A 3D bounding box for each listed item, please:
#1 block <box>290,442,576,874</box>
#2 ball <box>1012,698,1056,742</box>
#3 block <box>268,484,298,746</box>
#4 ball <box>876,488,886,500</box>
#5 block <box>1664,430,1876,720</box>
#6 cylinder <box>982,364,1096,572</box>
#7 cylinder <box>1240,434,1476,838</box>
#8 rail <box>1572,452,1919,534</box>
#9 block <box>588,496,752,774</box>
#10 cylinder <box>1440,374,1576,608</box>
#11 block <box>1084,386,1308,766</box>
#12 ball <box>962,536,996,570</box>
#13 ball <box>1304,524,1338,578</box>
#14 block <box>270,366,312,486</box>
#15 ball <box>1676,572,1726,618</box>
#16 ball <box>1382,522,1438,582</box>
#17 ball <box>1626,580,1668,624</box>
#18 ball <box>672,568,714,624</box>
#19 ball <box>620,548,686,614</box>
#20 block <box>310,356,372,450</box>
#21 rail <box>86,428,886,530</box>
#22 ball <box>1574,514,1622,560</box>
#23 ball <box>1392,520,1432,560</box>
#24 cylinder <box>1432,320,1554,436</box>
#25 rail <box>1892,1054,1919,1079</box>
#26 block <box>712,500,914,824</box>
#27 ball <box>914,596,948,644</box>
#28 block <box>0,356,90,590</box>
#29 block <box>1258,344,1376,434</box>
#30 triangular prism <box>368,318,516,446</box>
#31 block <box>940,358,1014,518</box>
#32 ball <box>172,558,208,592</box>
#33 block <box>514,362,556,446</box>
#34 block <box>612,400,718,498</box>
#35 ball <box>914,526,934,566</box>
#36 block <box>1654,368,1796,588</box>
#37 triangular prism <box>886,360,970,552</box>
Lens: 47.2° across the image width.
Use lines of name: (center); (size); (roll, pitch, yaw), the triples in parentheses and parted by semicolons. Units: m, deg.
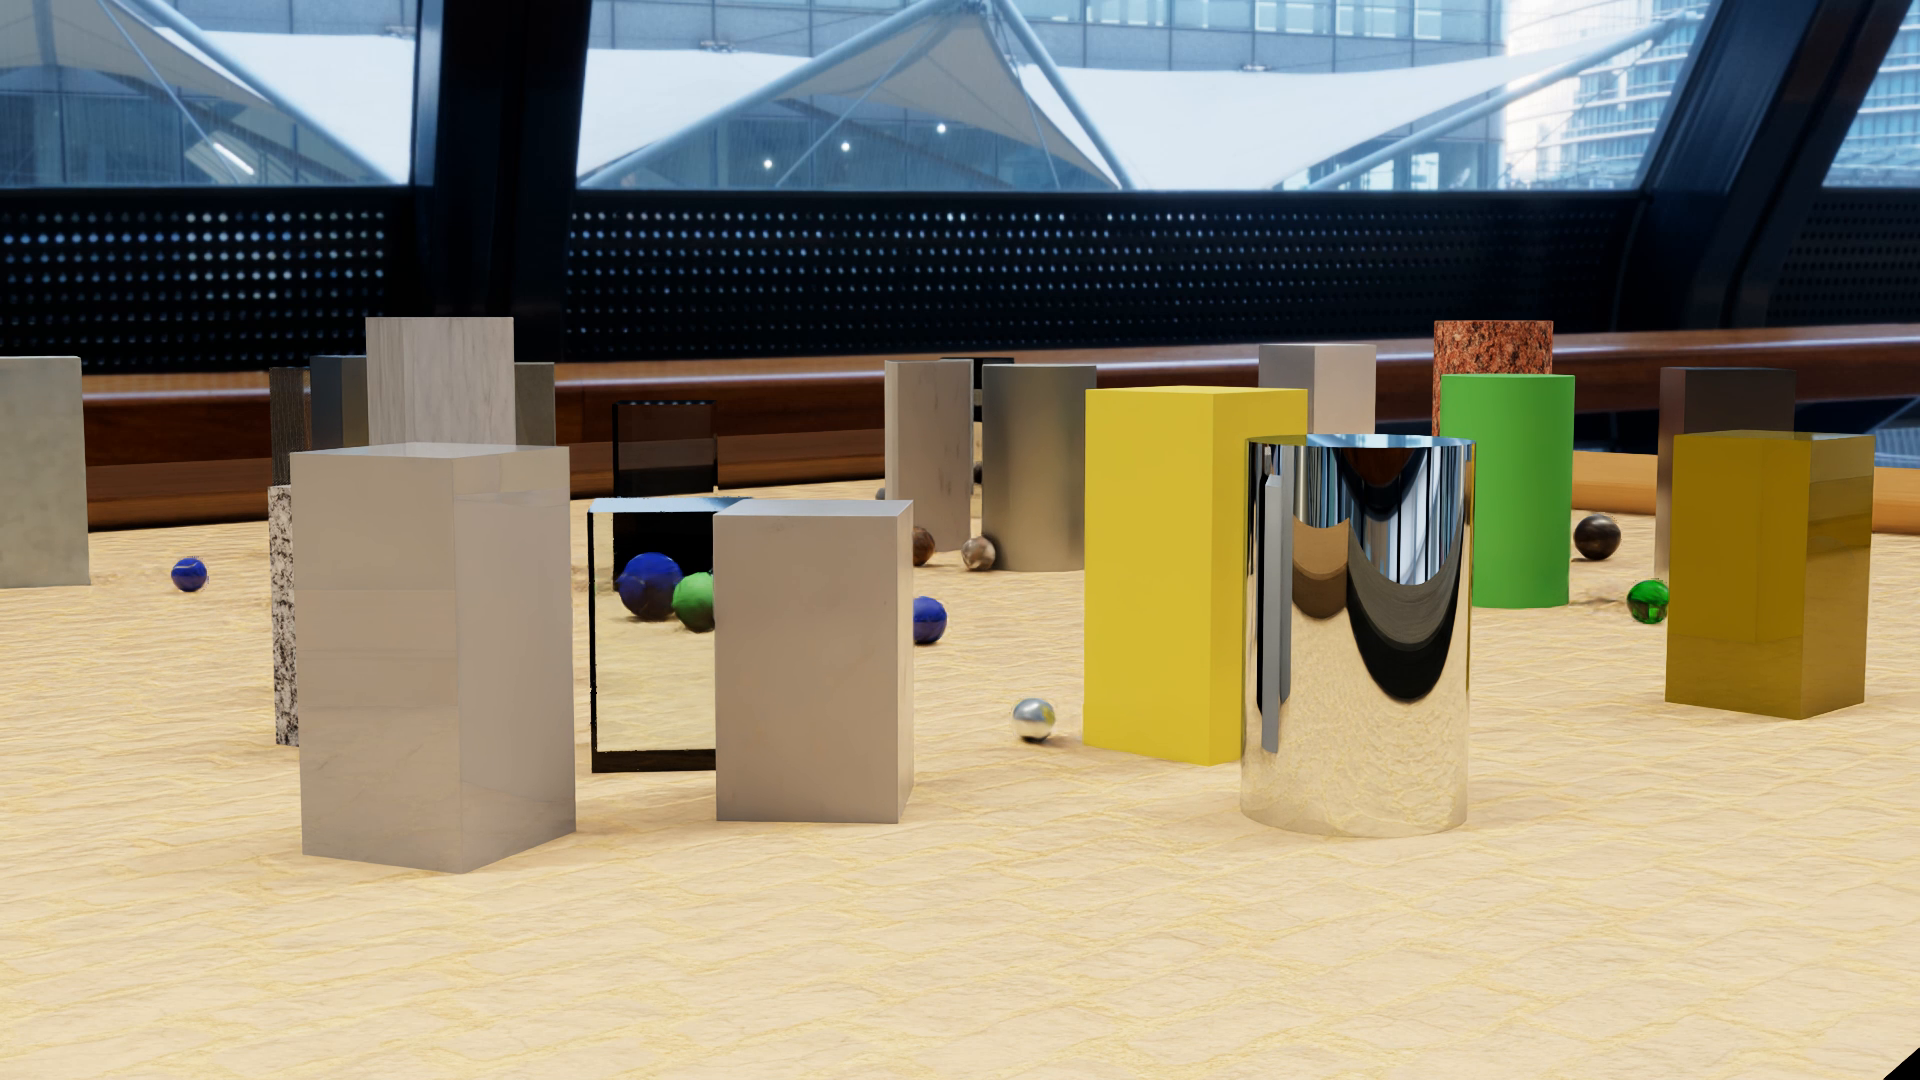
block: (-0.435, 0.090, 1.832); (0.160, 0.331, 0.160); (3, 6, 24)
ball: (0.076, 0.186, 2.278); (0.047, 0.047, 0.047); (0, 6, 0)
block: (-0.597, 0.075, 2.285); (0.160, 0.266, 0.160); (3, 7, 30)
ball: (-0.164, -0.092, 4.927); (0.053, 0.053, 0.053); (0, 6, 0)
block: (0.919, 0.033, 2.498); (0.160, 0.306, 0.160); (-6, 8, -44)
cylinder: (0.138, -0.130, 3.845); (0.200, 0.351, 0.200); (0, 6, 0)
cylinder: (0.351, 0.078, 1.946); (0.200, 0.332, 0.200); (0, 6, 0)
rail: (1.545, -0.114, 4.750); (0.045, 0.130, 4.065); (-5, 8, -42)
block: (-0.285, 0.090, 2.200); (0.160, 0.253, 0.160); (-1, 6, -6)
cylinder: (0.839, -0.080, 3.385); (0.200, 0.346, 0.200); (0, 6, 0)
block: (0.240, 0.029, 2.250); (0.160, 0.365, 0.160); (6, 8, 43)
ball: (0.032, 0.023, 3.786); (0.059, 0.059, 0.059); (0, 6, 0)
ball: (0.590, 0.017, 3.693); (0.090, 0.090, 0.090); (0, 6, 0)
block: (-1.159, -0.148, 4.069); (0.160, 0.342, 0.160); (5, 8, 42)
ball: (1.075, 0.081, 3.191); (0.067, 0.067, 0.067); (0, 6, 0)
ball: (0.744, 0.020, 3.617); (0.100, 0.100, 0.100); (0, 6, 0)
ball: (0.985, 0.088, 3.140); (0.063, 0.063, 0.063); (0, 6, 0)
ball: (-0.368, 0.080, 3.131); (0.081, 0.081, 0.081); (0, 6, 0)
ball: (-0.452, 0.061, 3.238); (0.097, 0.097, 0.097); (0, 6, 0)
block: (-0.901, -0.097, 3.415); (0.160, 0.376, 0.160); (-4, 7, -33)
rail: (-1.362, -0.119, 4.800); (4.252, 0.130, 0.045); (-5, 8, -42)
ball: (1.143, -0.005, 3.945); (0.082, 0.082, 0.082); (0, 6, 0)
ball: (0.786, 0.001, 3.829); (0.069, 0.069, 0.069); (0, 6, 0)
cylinder: (0.920, -0.165, 3.815); (0.200, 0.428, 0.200); (0, 6, 0)
rail: (1.362, 0.187, 1.863); (4.252, 0.130, 0.045); (-5, 8, -42)
block: (-0.128, 0.105, 1.987); (0.160, 0.270, 0.160); (0, 6, 4)
ball: (-0.048, 0.108, 2.947); (0.064, 0.064, 0.064); (0, 6, 0)
block: (-1.526, -0.115, 3.610); (0.160, 0.369, 0.160); (-3, 7, -25)
block: (0.696, -0.192, 4.302); (0.160, 0.380, 0.160); (-4, 7, -34)
triangular prism: (-0.643, -0.045, 2.613); (0.150, 0.437, 0.173); (4, 7, 31)
block: (0.038, -0.225, 4.798); (0.160, 0.343, 0.160); (0, 6, 1)
ball: (-1.223, 0.056, 3.491); (0.055, 0.055, 0.055); (0, 6, 0)
block: (-0.768, -0.121, 3.736); (0.160, 0.356, 0.160); (-1, 6, -9)
block: (-0.482, -0.078, 3.615); (0.160, 0.296, 0.160); (0, 6, -4)
ball: (-0.079, 0.011, 3.854); (0.070, 0.070, 0.070); (0, 6, 0)
block: (1.166, -0.083, 3.362); (0.160, 0.358, 0.160); (0, 6, 5)
triangular prism: (-0.094, -0.158, 4.115); (0.173, 0.352, 0.150); (-4, 7, -37)
